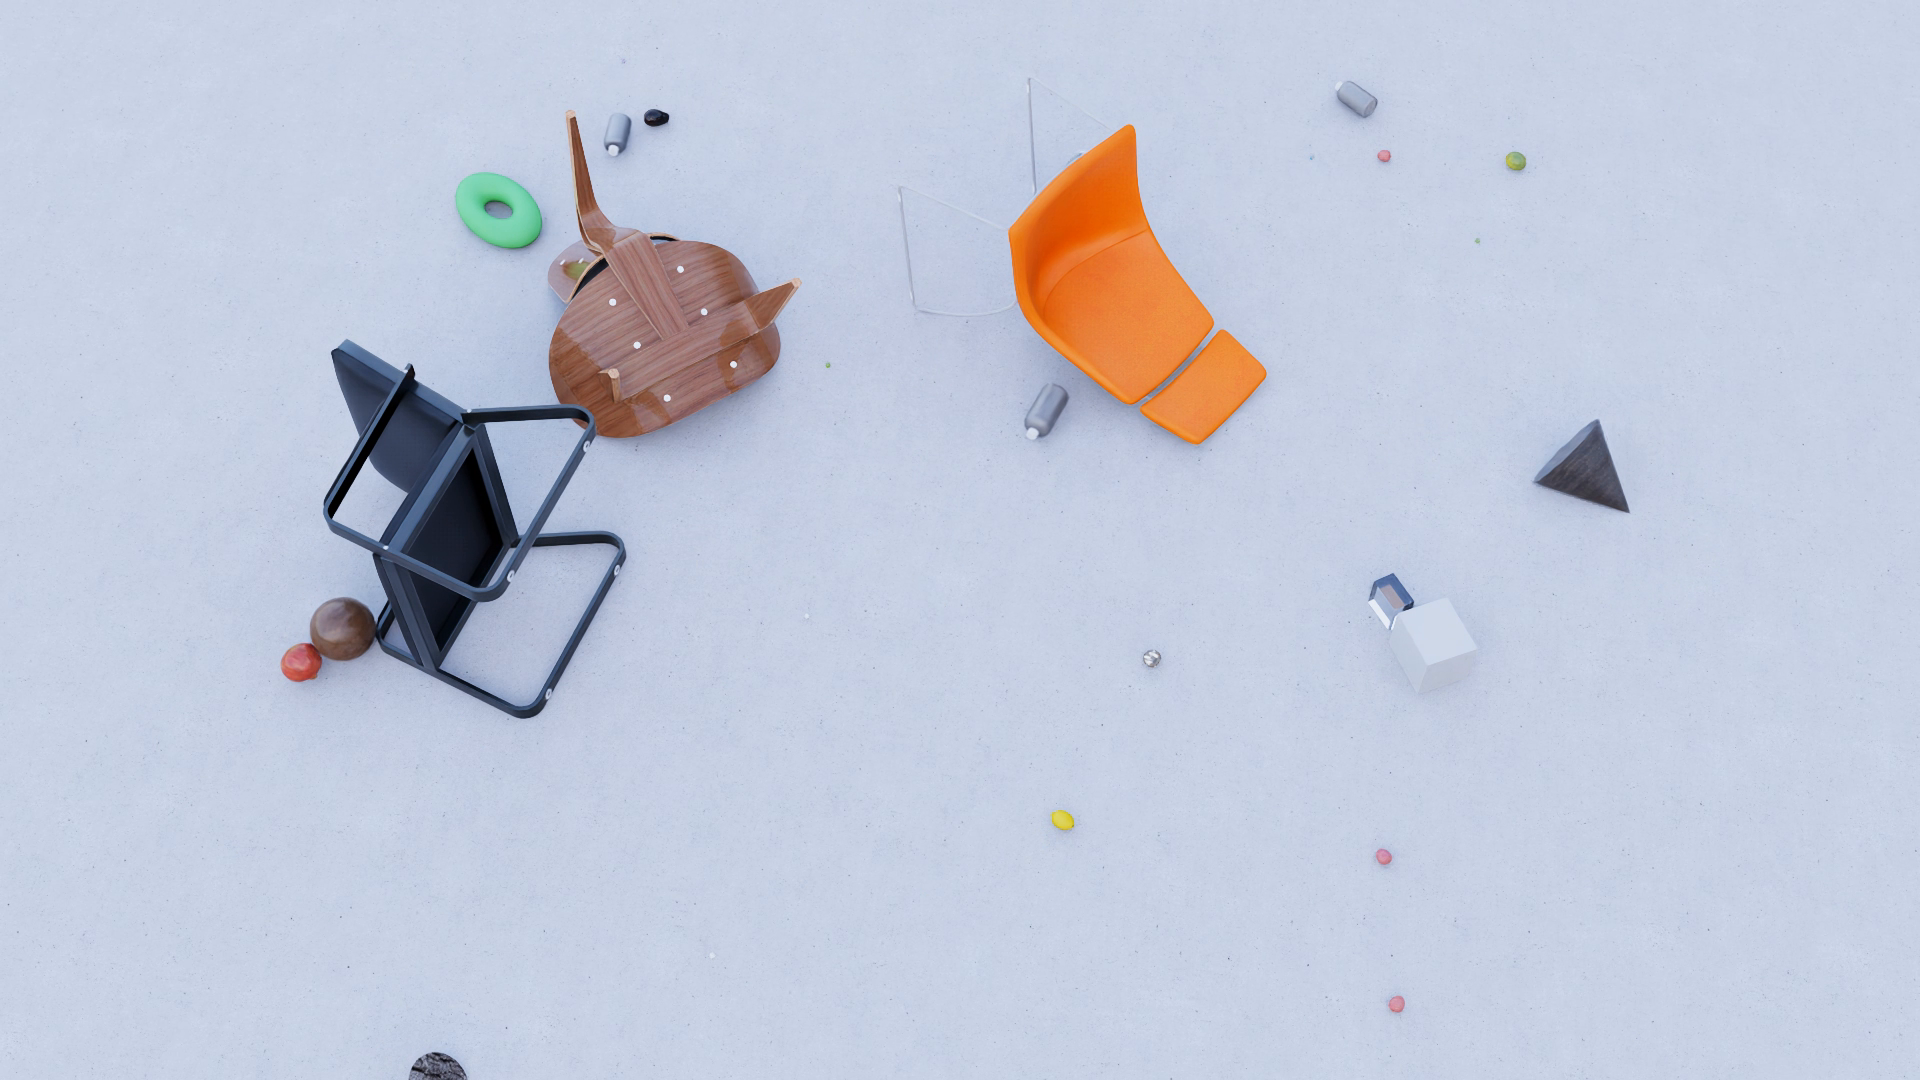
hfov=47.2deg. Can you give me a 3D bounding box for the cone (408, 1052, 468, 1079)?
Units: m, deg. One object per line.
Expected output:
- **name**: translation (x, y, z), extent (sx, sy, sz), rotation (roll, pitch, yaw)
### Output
- **cone**: translation (-1.353, 1.403, 5.592), extent (0.097, 0.185, 0.178), rotation (-27, 43, 36)

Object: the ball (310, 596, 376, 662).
- **ball**: translation (-1.765, 0.254, 6.292), extent (0.185, 0.185, 0.185), rotation (0, 56, 0)

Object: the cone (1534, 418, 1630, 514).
- **cone**: translation (1.924, -0.174, 6.628), extent (0.273, 0.204, 0.272), rotation (44, 93, 1)

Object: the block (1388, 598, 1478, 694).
- **block**: translation (1.348, 0.302, 6.274), extent (0.157, 0.162, 0.184), rotation (-17, 58, -11)

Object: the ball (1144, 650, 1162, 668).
- **ball**: translation (0.552, 0.340, 6.315), extent (0.052, 0.052, 0.052), rotation (0, 56, 0)

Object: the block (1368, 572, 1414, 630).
- **block**: translation (1.252, 0.179, 6.387), extent (0.067, 0.111, 0.110), rotation (-23, 59, -15)

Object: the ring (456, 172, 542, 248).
- **ring**: translation (-1.522, -1.088, 7.253), extent (0.231, 0.087, 0.361), rotation (-38, 65, -22)
